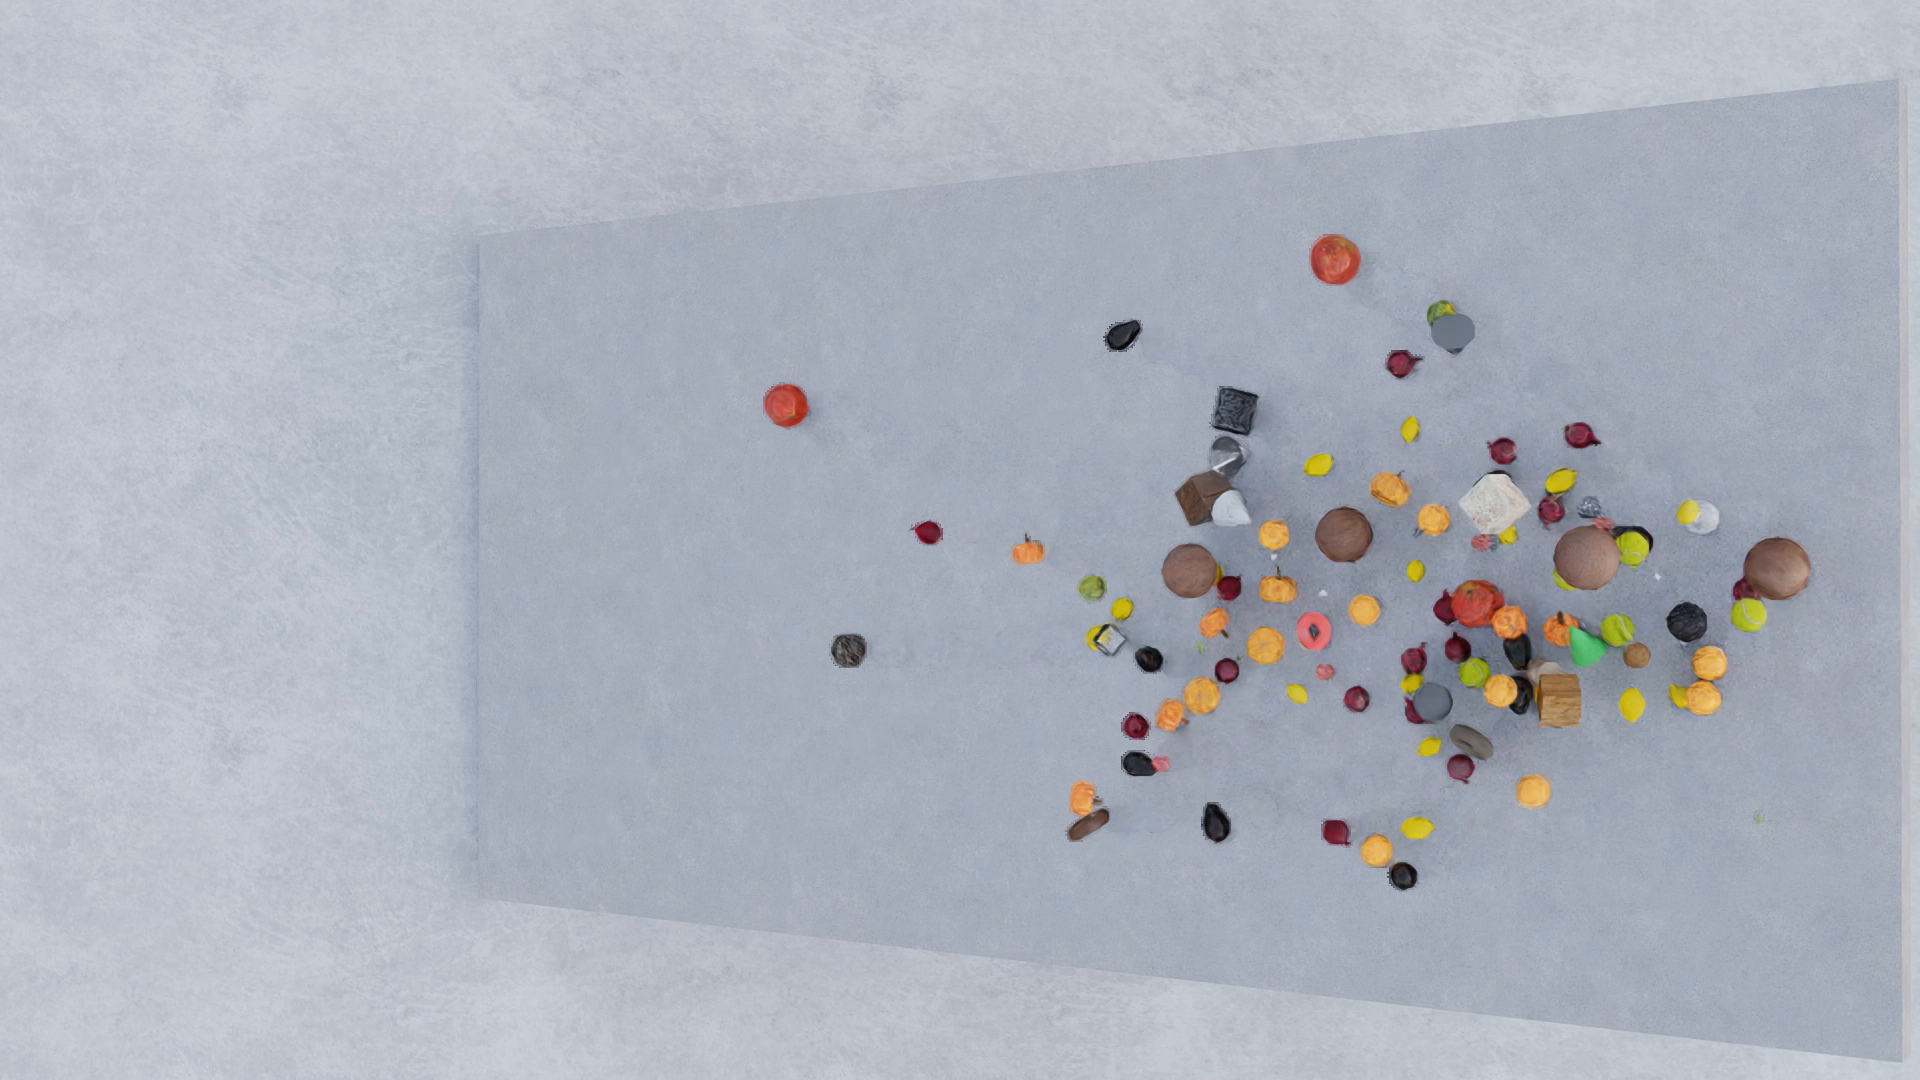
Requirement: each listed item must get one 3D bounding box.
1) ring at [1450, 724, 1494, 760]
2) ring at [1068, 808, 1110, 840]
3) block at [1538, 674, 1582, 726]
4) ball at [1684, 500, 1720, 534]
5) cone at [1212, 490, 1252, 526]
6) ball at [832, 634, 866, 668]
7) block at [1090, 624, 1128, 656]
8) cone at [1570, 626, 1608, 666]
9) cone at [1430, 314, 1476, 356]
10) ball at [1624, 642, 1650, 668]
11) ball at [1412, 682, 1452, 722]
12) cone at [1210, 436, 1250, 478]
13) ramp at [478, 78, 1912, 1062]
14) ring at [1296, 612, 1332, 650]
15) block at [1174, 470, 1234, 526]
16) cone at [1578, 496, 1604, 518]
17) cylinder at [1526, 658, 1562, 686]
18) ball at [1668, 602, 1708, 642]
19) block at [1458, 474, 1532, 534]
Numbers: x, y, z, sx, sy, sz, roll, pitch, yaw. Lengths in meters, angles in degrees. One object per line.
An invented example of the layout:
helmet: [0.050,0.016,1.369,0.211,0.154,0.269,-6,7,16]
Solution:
ring: [1.131,0.447,4.860,0.106,0.106,0.035,36,76,0]
ring: [0.317,0.699,5.403,0.115,0.115,0.038,-32,86,0]
block: [1.281,0.343,4.703,0.080,0.080,0.080,0,119,9]
ball: [1.567,-0.048,4.648,0.072,0.072,0.072,0,90,0]
cone: [0.658,-0.057,5.167,0.094,0.094,0.094,-16,122,-26]
ball: [-0.296,0.293,5.836,0.089,0.089,0.089,0,90,0]
block: [0.364,0.243,5.347,0.056,0.056,0.056,42,78,-7]
cone: [1.337,0.214,4.746,0.085,0.085,0.085,-40,108,0]
cone: [1.103,-0.438,4.905,0.097,0.097,0.097,-7,59,12]
ball: [1.455,0.249,4.727,0.056,0.056,0.056,0,90,0]
ball: [1.059,0.363,4.926,0.087,0.087,0.087,0,90,0]
cone: [0.656,-0.199,5.169,0.096,0.096,0.096,-7,89,-44]
ramp: [0.257,0.071,5.594,4.000,0.100,2.000,0,89,33]
ring: [0.827,0.213,5.140,0.093,0.031,0.093,11,106,40]
block: [0.588,-0.102,5.245,0.093,0.093,0.093,-16,73,-26]
cone: [1.377,-0.061,4.761,0.055,0.055,0.055,-12,121,-21]
cylinder: [1.276,0.291,4.799,0.060,0.060,0.060,0,94,-7]
ball: [1.539,0.174,4.653,0.082,0.082,0.082,0,90,0]
block: [1.105,-0.074,4.543,0.088,0.088,0.088,-48,63,30]
